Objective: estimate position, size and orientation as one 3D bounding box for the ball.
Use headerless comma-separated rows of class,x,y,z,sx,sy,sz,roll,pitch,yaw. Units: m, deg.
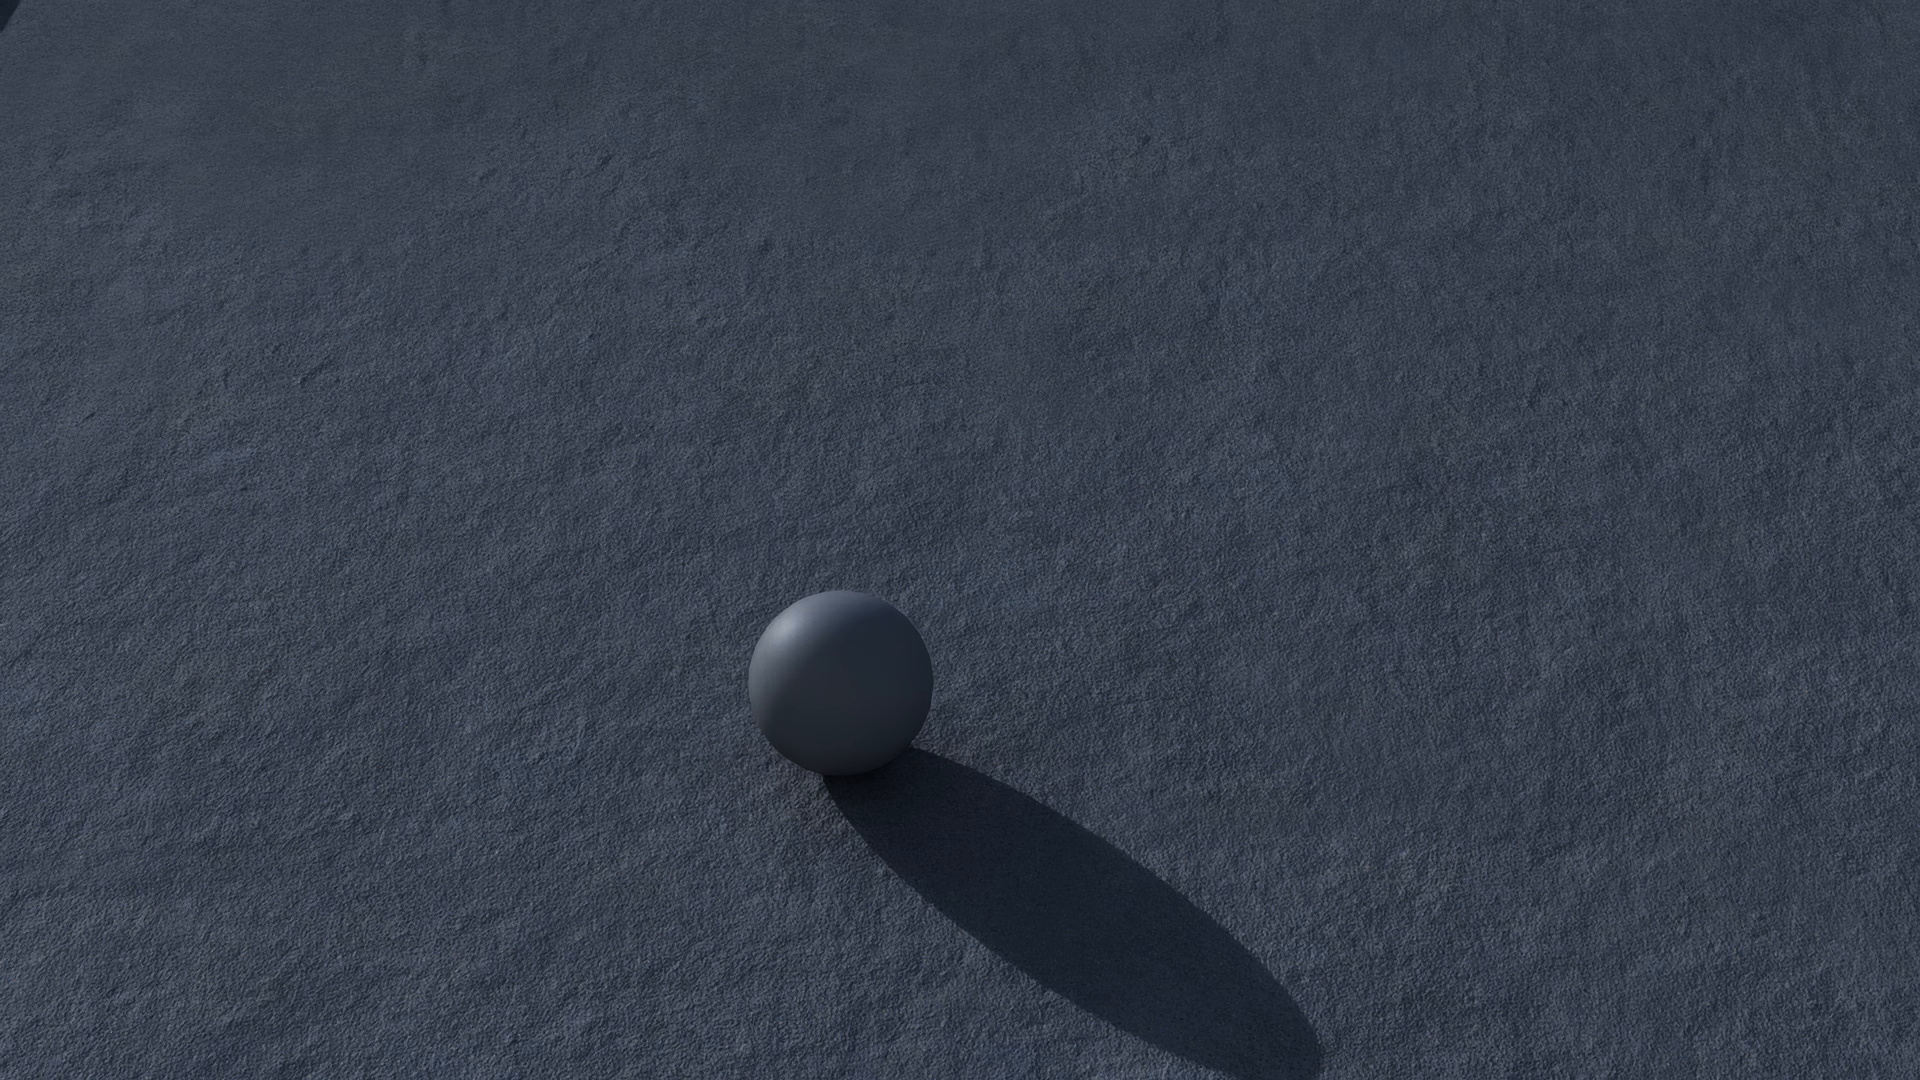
ball,-0.064,0.076,1.370,0.099,0.099,0.099,0,37,0
